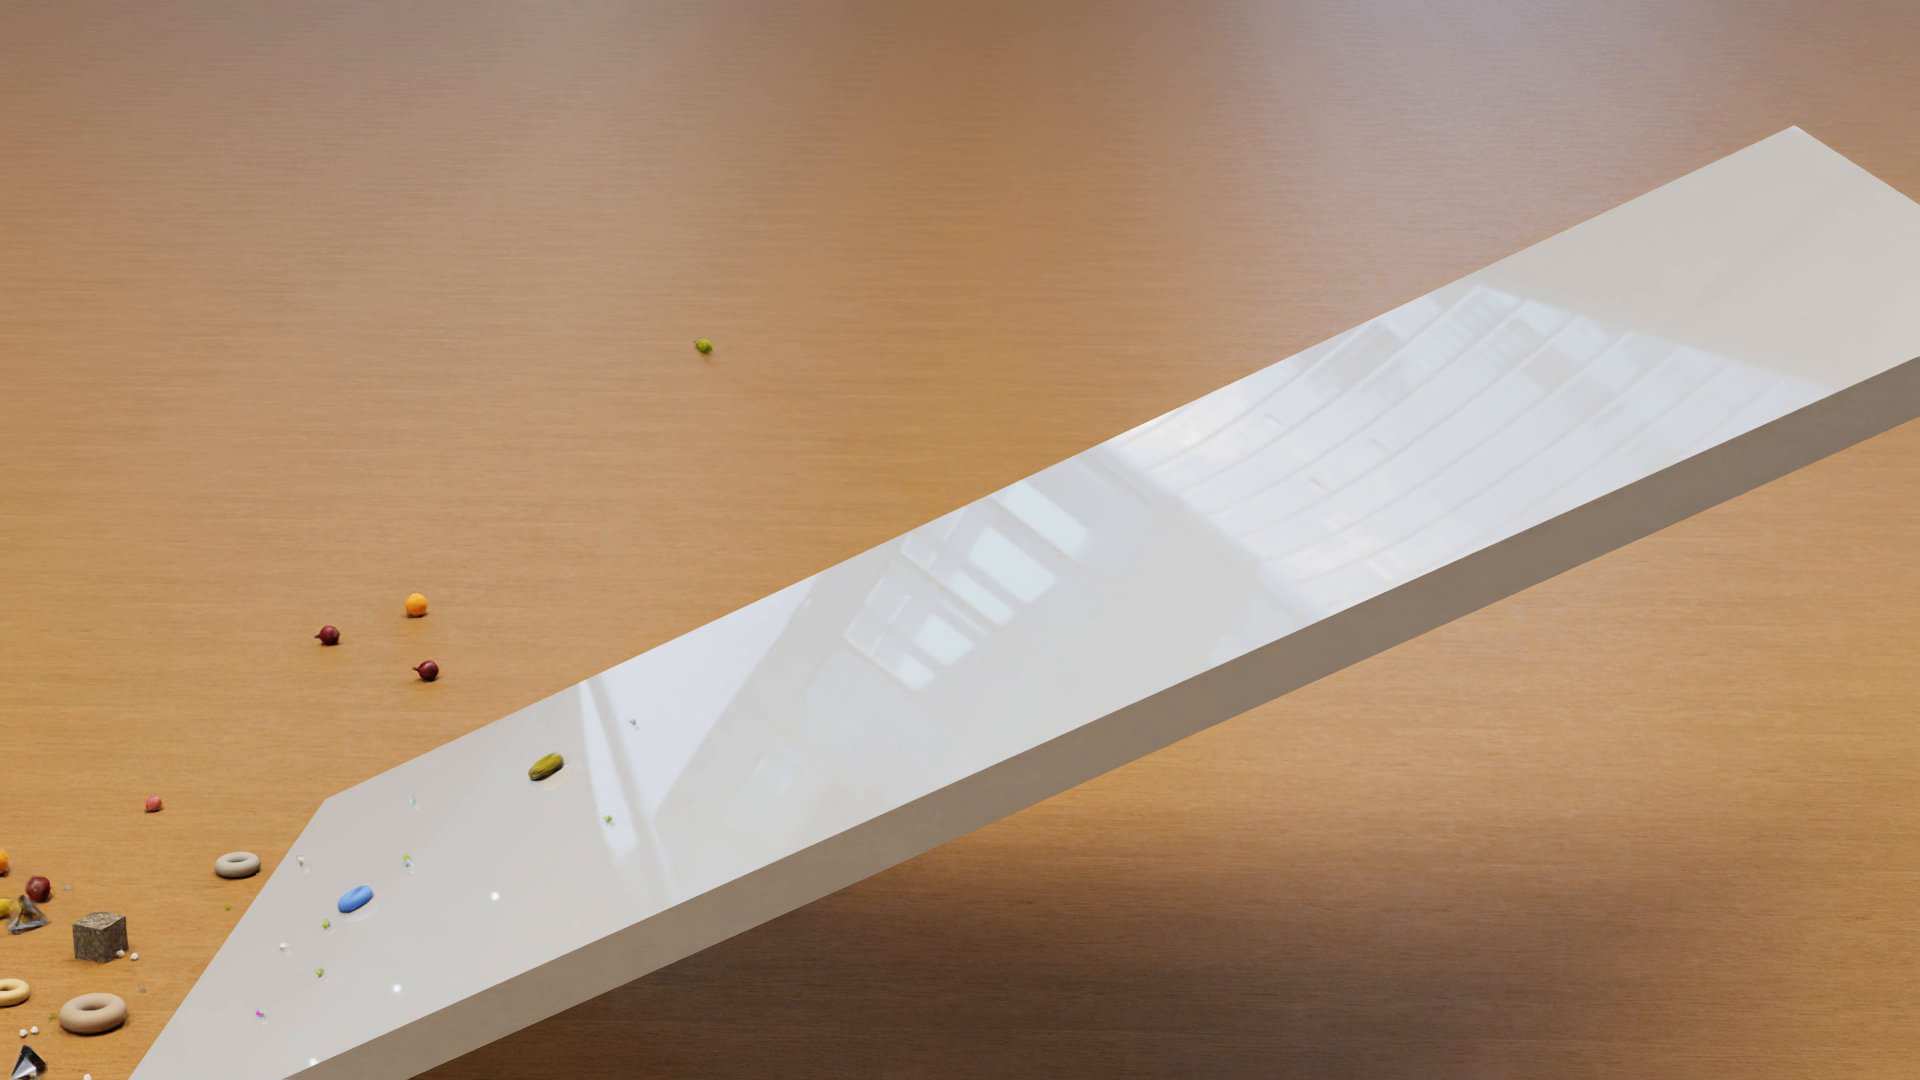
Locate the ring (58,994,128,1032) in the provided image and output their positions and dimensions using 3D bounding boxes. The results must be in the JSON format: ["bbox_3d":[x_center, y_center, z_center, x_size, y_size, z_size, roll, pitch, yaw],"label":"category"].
[{"bbox_3d":[-1.912,1.044,6.491,0.148,0.049,0.148,0,15,0],"label":"ring"}]

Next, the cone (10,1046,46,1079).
[{"bbox_3d":[-1.991,1.123,6.246,0.071,0.071,0.071,14,48,40],"label":"cone"}]

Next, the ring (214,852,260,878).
[{"bbox_3d":[-1.799,0.808,7.323,0.112,0.037,0.112,0,15,0],"label":"ring"}]

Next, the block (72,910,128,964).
[{"bbox_3d":[-1.999,0.923,6.840,0.086,0.086,0.086,6,17,21],"label":"block"}]

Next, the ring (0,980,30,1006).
[{"bbox_3d":[-2.142,1.017,6.611,0.101,0.034,0.101,1,16,0],"label":"ring"}]

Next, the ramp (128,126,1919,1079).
[{"bbox_3d":[0.137,0.168,6.281,4.000,0.100,2.000,-25,13,9],"label":"ramp"}]

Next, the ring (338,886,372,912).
[{"bbox_3d":[-1.329,0.788,6.459,0.084,0.028,0.084,-26,12,6],"label":"ring"}]

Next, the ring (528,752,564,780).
[{"bbox_3d":[-0.950,0.520,6.744,0.091,0.030,0.091,-29,12,7],"label":"ring"}]
